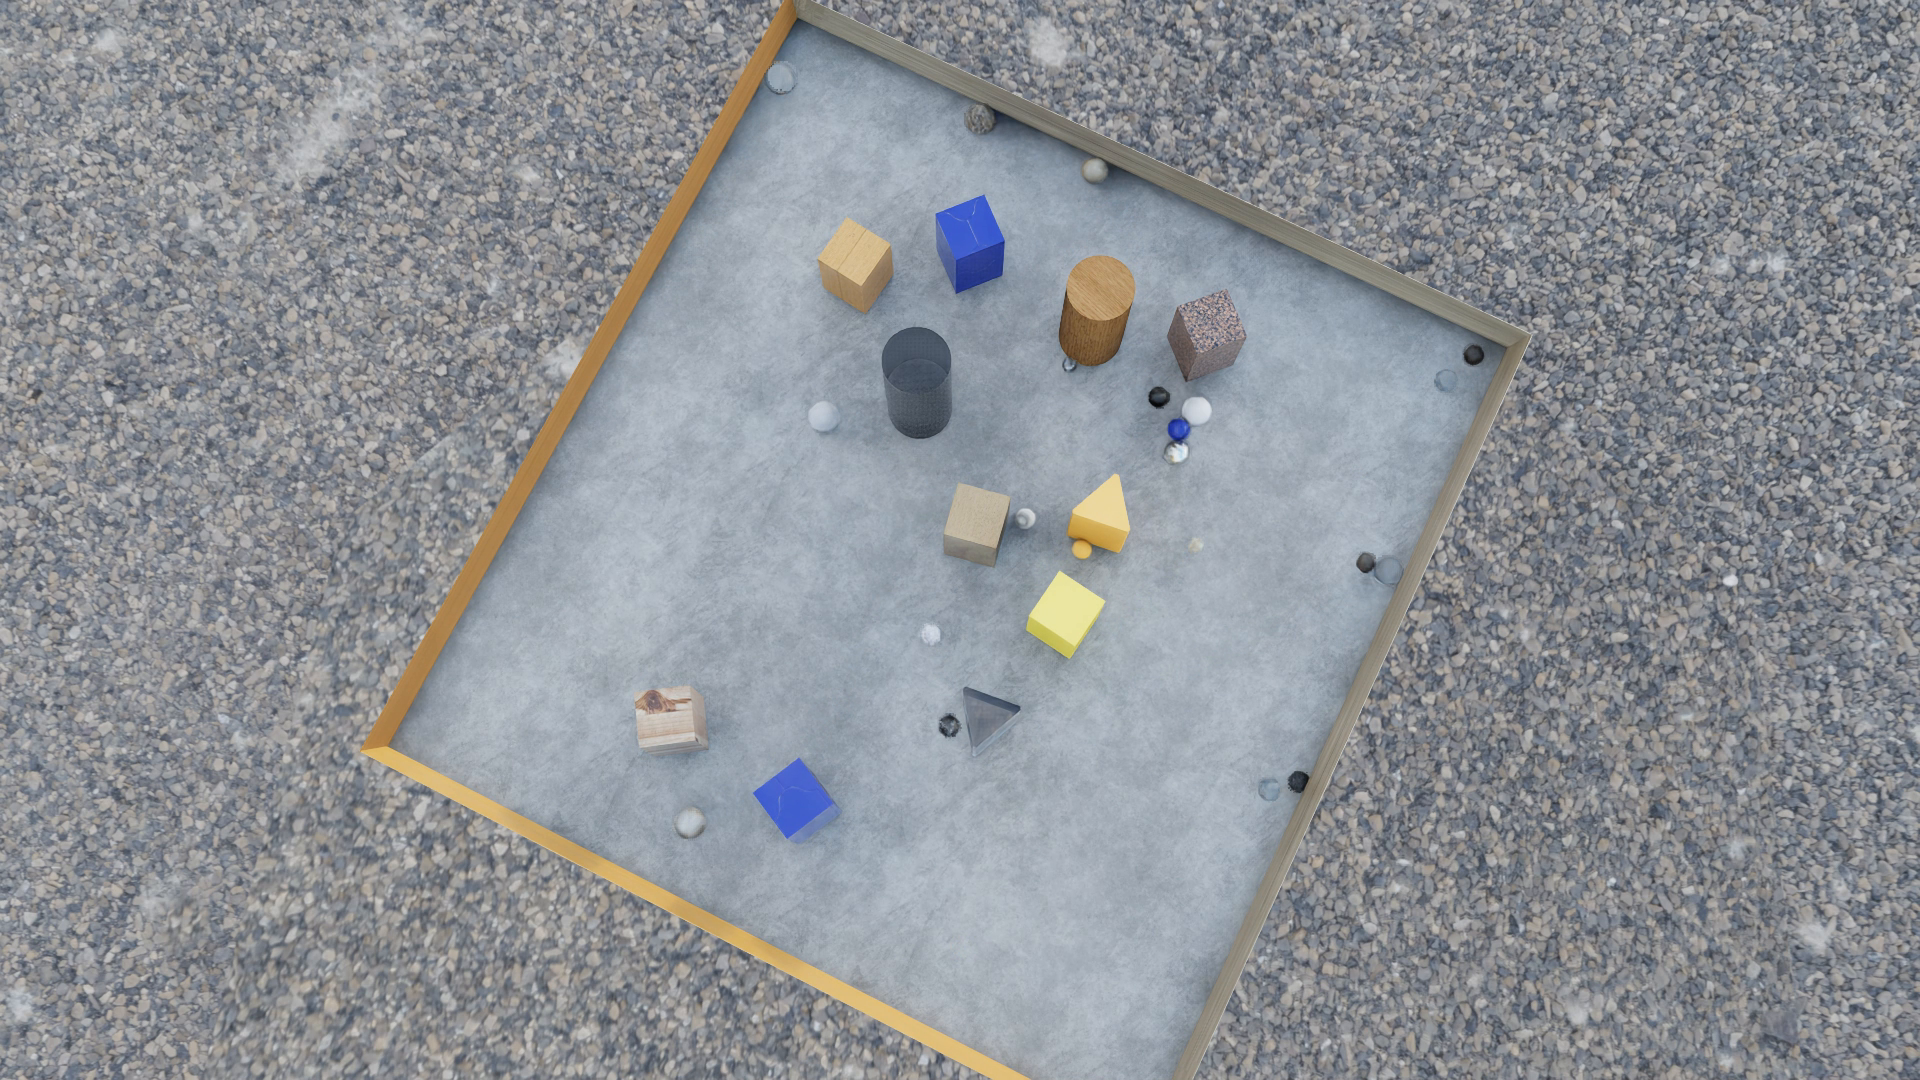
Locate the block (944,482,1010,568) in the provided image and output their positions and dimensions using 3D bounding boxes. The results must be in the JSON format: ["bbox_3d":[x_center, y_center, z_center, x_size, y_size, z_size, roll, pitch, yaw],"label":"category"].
[{"bbox_3d":[0.050,-0.041,5.471,0.160,0.302,0.160,16,79,3],"label":"block"}]

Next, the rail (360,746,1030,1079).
[{"bbox_3d":[-0.596,1.173,5.307,2.572,0.130,0.045,26,80,5],"label":"rail"}]

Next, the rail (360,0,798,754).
[{"bbox_3d":[-1.129,-0.546,5.662,0.045,0.130,2.711,26,80,5],"label":"rail"}]

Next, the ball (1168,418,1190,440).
[{"bbox_3d":[0.673,-0.342,5.652,0.069,0.069,0.069,0,78,0],"label":"ball"}]

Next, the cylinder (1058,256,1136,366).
[{"bbox_3d":[0.409,-0.686,5.532,0.199,0.444,0.199,0,78,0],"label":"cylinder"}]

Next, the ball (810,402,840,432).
[{"bbox_3d":[-0.417,-0.380,5.648,0.093,0.093,0.093,0,78,0],"label":"ball"}]

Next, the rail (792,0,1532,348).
[{"bbox_3d":[0.596,-1.159,5.789,2.572,0.130,0.045,26,80,5],"label":"rail"}]

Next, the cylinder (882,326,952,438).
[{"bbox_3d":[-0.124,-0.461,5.459,0.199,0.496,0.199,0,78,0],"label":"cylinder"}]

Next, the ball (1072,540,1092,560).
[{"bbox_3d":[0.371,0.028,5.580,0.060,0.060,0.060,0,78,0],"label":"ball"}]

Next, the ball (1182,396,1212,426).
[{"bbox_3d":[0.729,-0.399,5.653,0.090,0.090,0.090,0,78,0],"label":"ball"}]

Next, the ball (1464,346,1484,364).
[{"bbox_3d":[1.601,-0.575,5.705,0.061,0.061,0.061,0,78,0],"label":"ball"}]

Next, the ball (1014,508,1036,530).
[{"bbox_3d":[0.198,-0.065,5.598,0.063,0.063,0.063,0,78,0],"label":"ball"}]

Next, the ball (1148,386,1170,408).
[{"bbox_3d":[0.616,-0.442,5.675,0.066,0.066,0.066,0,78,0],"label":"ball"}]

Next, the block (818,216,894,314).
[{"bbox_3d":[-0.320,-0.845,5.659,0.160,0.260,0.160,33,80,6],"label":"block"}]

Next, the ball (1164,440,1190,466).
[{"bbox_3d":[0.667,-0.268,5.630,0.082,0.082,0.082,0,78,0],"label":"ball"}]

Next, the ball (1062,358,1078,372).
[{"bbox_3d":[0.342,-0.545,5.707,0.045,0.045,0.045,0,78,0],"label":"ball"}]

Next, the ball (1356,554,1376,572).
[{"bbox_3d":[1.234,0.070,5.573,0.058,0.058,0.058,0,78,0],"label":"ball"}]

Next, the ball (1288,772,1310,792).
[{"bbox_3d":[1.006,0.718,5.435,0.064,0.064,0.064,0,78,0],"label":"ball"}]

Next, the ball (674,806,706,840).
[{"bbox_3d":[-0.794,0.834,5.395,0.095,0.095,0.095,0,78,0],"label":"ball"}]

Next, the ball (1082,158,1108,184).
[{"bbox_3d":[0.430,-1.171,5.817,0.083,0.083,0.083,0,78,0],"label":"ball"}]

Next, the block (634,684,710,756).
[{"bbox_3d":[-0.840,0.531,5.356,0.160,0.294,0.160,-7,78,-2],"label":"block"}]

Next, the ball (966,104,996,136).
[{"bbox_3d":[0.068,-1.340,5.846,0.095,0.095,0.095,0,78,0],"label":"ball"}]

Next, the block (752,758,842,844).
[{"bbox_3d":[-0.462,0.754,5.259,0.160,0.395,0.160,-37,81,-7],"label":"block"}]

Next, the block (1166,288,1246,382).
[{"bbox_3d":[0.751,-0.622,5.597,0.160,0.290,0.160,-20,79,-4],"label":"block"}]

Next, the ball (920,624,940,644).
[{"bbox_3d":[-0.088,0.286,5.526,0.061,0.061,0.061,0,78,0],"label":"ball"}]

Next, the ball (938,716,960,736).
[{"bbox_3d":[-0.033,0.556,5.469,0.064,0.064,0.064,0,78,0],"label":"ball"}]

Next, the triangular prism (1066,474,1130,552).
[{"bbox_3d":[0.433,-0.091,5.475,0.173,0.315,0.150,19,79,4],"label":"triangular prism"}]

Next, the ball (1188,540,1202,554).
[{"bbox_3d":[0.718,0.021,5.590,0.043,0.043,0.043,0,78,0],"label":"ball"}]

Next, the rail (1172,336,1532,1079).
[{"bbox_3d":[1.129,0.560,5.434,0.045,0.130,2.711,26,80,5],"label":"rail"}]

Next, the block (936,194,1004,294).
[{"bbox_3d":[0.030,-0.909,5.651,0.160,0.302,0.160,-22,79,-5],"label":"block"}]

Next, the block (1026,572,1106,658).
[{"bbox_3d":[0.311,0.225,5.435,0.160,0.265,0.160,34,80,7],"label":"block"}]

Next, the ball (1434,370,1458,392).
[{"bbox_3d":[1.508,-0.495,5.684,0.069,0.069,0.069,0,78,0],"label":"ball"}]

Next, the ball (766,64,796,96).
[{"bbox_3d":[-0.573,-1.476,5.871,0.100,0.100,0.100,0,78,0],"label":"ball"}]

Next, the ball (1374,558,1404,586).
[{"bbox_3d":[1.299,0.096,5.552,0.087,0.087,0.087,0,78,0],"label":"ball"}]

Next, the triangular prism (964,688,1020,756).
[{"bbox_3d":[0.059,0.506,5.355,0.173,0.307,0.150,-39,81,-7],"label":"triangular prism"}]

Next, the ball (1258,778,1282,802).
[{"bbox_3d":[0.918,0.740,5.429,0.068,0.068,0.068,0,78,0],"label":"ball"}]
